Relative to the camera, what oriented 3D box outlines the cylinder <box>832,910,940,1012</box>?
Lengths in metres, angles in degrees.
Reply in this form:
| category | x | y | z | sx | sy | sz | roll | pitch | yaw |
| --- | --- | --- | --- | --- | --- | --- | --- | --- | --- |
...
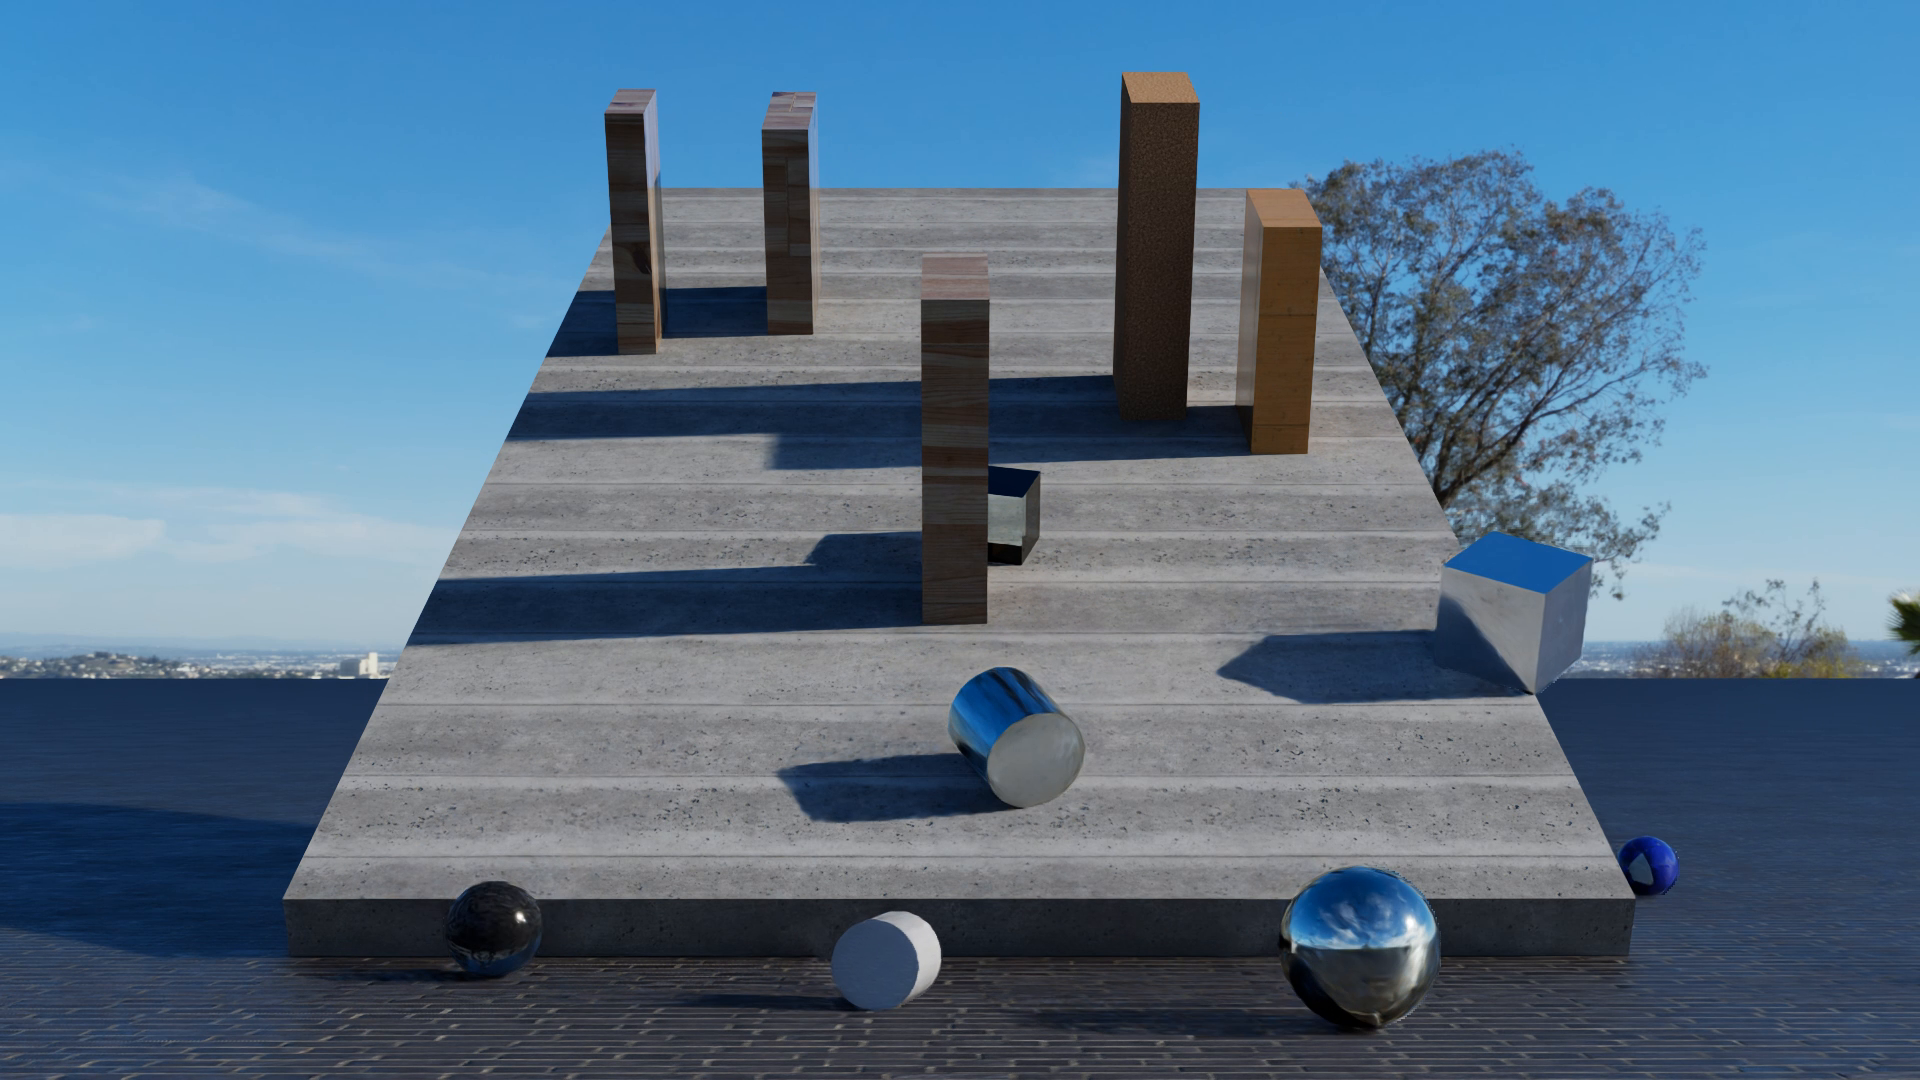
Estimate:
| category | x | y | z | sx | sy | sz | roll | pitch | yaw |
| --- | --- | --- | --- | --- | --- | --- | --- | --- | --- |
| cylinder | -0.093 | 0.536 | 2.962 | 0.114 | 0.114 | 0.114 | -1 | -3 | 14 |

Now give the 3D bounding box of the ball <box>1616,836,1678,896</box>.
| category | x | y | z | sx | sy | sz | roll | pitch | yaw |
| --- | --- | --- | --- | --- | --- | --- | --- | --- | --- |
| ball | 1.301 | 0.618 | 4.398 | 0.113 | 0.113 | 0.113 | 0 | -3 | 0 |

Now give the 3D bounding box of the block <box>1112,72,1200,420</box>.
| category | x | y | z | sx | sy | sz | roll | pitch | yaw |
| --- | --- | --- | --- | --- | --- | --- | --- | --- | --- |
| block | 0.439 | -0.665 | 5.253 | 0.147 | 0.726 | 0.305 | 0 | 24 | 0 |

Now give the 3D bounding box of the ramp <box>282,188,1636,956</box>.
| category | x | y | z | sx | sy | sz | roll | pitch | yaw |
| --- | --- | --- | --- | --- | --- | --- | --- | --- | --- |
| ramp | -0.008 | -0.227 | 5.281 | 2.000 | 0.100 | 4.000 | 0 | 24 | 0 |

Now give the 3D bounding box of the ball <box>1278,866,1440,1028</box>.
| category | x | y | z | sx | sy | sz | roll | pitch | yaw |
| --- | --- | --- | --- | --- | --- | --- | --- | --- | --- |
| ball | 0.477 | 0.486 | 2.779 | 0.191 | 0.191 | 0.191 | 0 | -3 | 0 |

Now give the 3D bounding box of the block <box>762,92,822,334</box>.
| category | x | y | z | sx | sy | sz | roll | pitch | yaw |
| --- | --- | --- | --- | --- | --- | --- | --- | --- | --- |
| block | -0.424 | -0.834 | 5.889 | 0.113 | 0.520 | 0.406 | 0 | 24 | 0 |

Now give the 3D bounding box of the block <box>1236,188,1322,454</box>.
| category | x | y | z | sx | sy | sz | roll | pitch | yaw |
| --- | --- | --- | --- | --- | --- | --- | --- | --- | --- |
| block | 0.697 | -0.484 | 5.109 | 0.124 | 0.511 | 0.306 | 0 | 24 | 0 |

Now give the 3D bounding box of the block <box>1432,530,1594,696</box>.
| category | x | y | z | sx | sy | sz | roll | pitch | yaw |
| --- | --- | --- | --- | --- | --- | --- | --- | --- | --- |
| block | 0.979 | 0.127 | 4.112 | 0.194 | 0.194 | 0.194 | 17 | 29 | 34 |

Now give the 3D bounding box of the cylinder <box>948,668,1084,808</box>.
| category | x | y | z | sx | sy | sz | roll | pitch | yaw |
| --- | --- | --- | --- | --- | --- | --- | --- | --- | --- |
| cylinder | 0.089 | 0.314 | 3.713 | 0.167 | 0.167 | 0.167 | 1 | 21 | -24 |

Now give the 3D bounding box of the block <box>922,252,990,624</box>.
| category | x | y | z | sx | sy | sz | roll | pitch | yaw |
| --- | --- | --- | --- | --- | --- | --- | --- | --- | --- |
| block | -0.009 | -0.188 | 4.289 | 0.119 | 0.625 | 0.282 | 0 | 24 | 0 |

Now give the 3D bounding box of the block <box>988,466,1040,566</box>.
| category | x | y | z | sx | sy | sz | roll | pitch | yaw |
| --- | --- | --- | --- | --- | --- | --- | --- | --- | --- |
| block | 0.071 | -0.051 | 4.578 | 0.143 | 0.143 | 0.143 | 7 | 24 | 14 |

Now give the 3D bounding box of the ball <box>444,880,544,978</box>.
| category | x | y | z | sx | sy | sz | roll | pitch | yaw |
| --- | --- | --- | --- | --- | --- | --- | --- | --- | --- |
| ball | -0.648 | 0.541 | 3.228 | 0.134 | 0.134 | 0.134 | 0 | -3 | 0 |

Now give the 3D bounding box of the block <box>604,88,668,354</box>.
| category | x | y | z | sx | sy | sz | roll | pitch | yaw |
| --- | --- | --- | --- | --- | --- | --- | --- | --- | --- |
| block | -0.787 | -0.777 | 5.667 | 0.092 | 0.594 | 0.258 | 0 | 24 | 0 |
